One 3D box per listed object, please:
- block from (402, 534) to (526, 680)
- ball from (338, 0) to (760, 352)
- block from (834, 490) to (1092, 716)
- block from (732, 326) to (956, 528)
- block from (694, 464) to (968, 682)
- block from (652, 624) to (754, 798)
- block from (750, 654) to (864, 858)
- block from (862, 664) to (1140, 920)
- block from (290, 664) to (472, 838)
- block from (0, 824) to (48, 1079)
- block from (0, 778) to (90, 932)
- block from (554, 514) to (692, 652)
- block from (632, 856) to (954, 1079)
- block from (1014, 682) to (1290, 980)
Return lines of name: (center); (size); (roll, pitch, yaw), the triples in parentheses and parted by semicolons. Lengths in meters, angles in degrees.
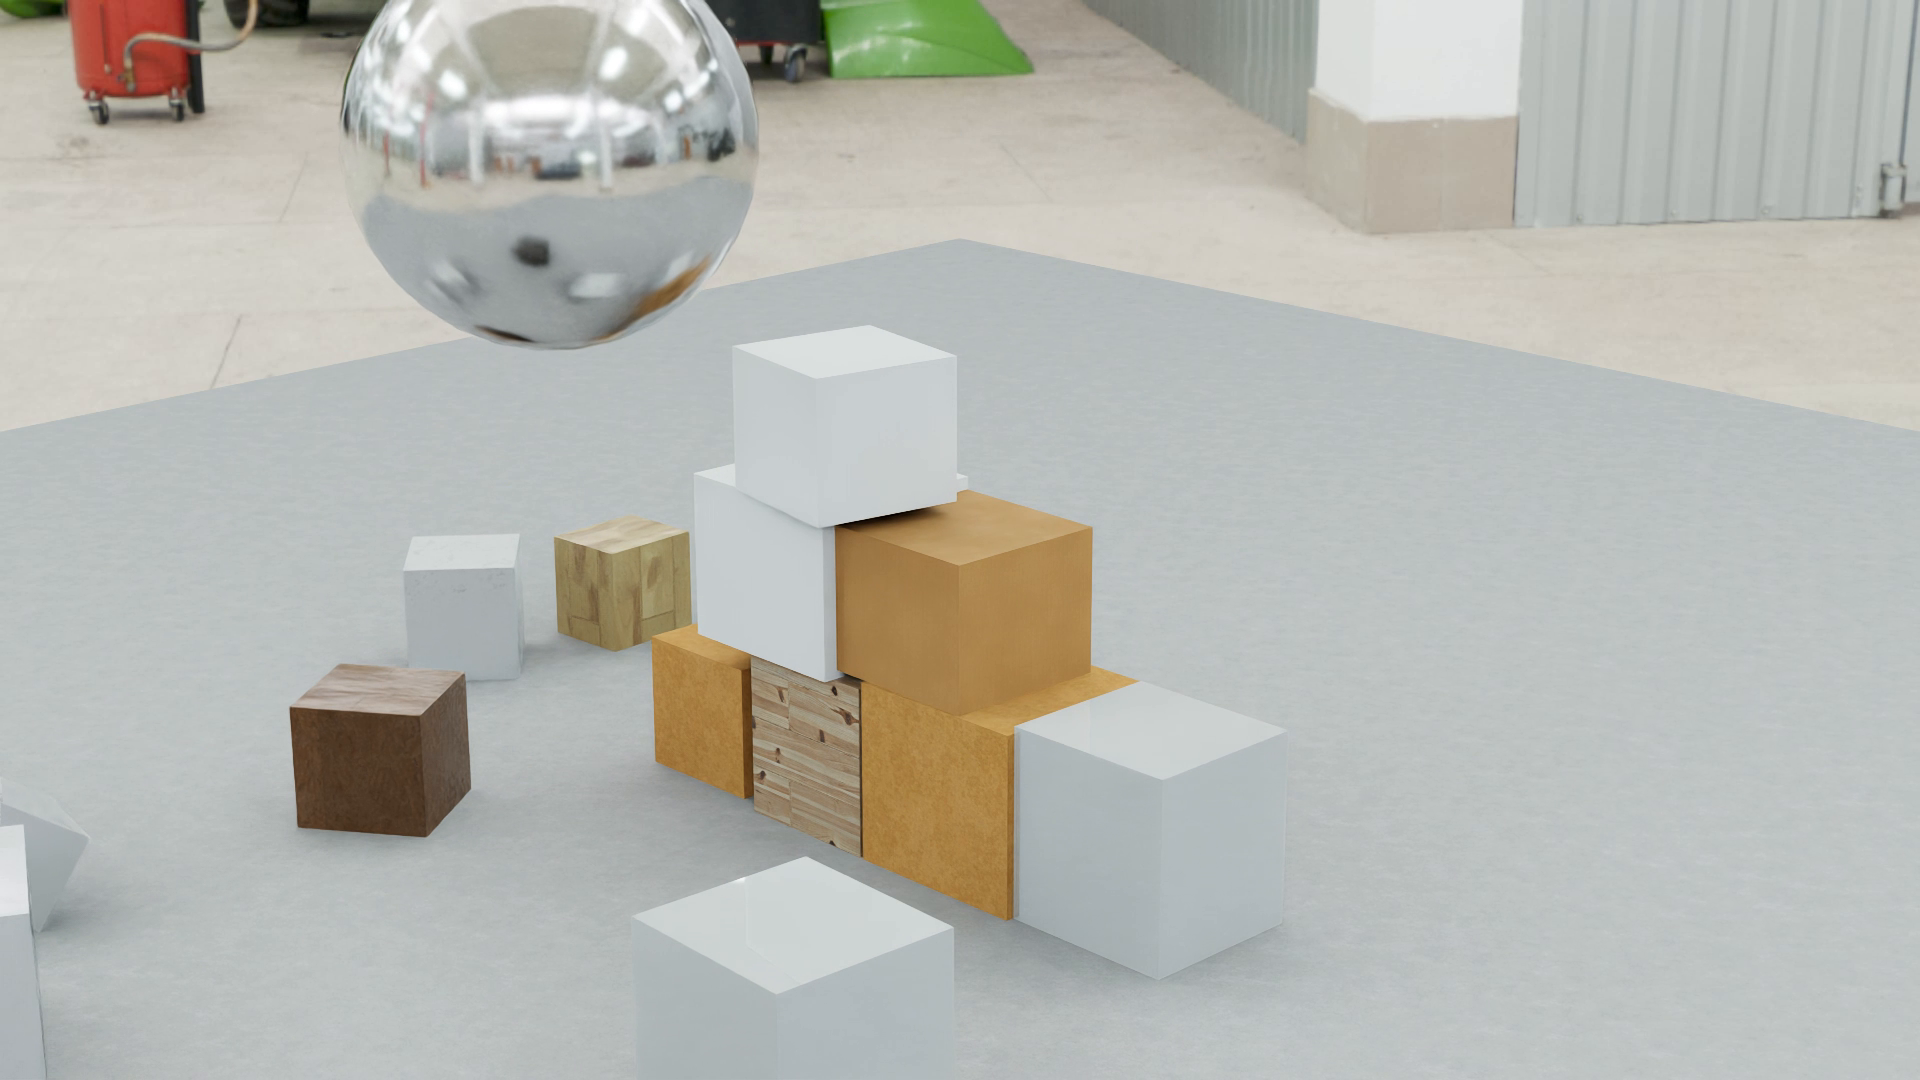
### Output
block: (-2.718, 0.368, 16.114); (0.591, 0.636, 0.610); (-2, 18, -5)
ball: (-1.566, -1.523, 11.221); (1.600, 1.600, 1.600); (0, 17, 0)
block: (0.016, 0.270, 13.395); (0.830, 0.700, 0.826); (-16, 23, -41)
block: (-0.529, -0.533, 13.431); (0.746, 0.685, 0.734); (-11, 21, -32)
block: (-0.612, 0.076, 13.979); (0.909, 0.805, 0.931); (-16, 23, -41)
block: (-1.043, 0.799, 14.688); (0.703, 0.667, 0.691); (-16, 24, -42)
block: (-0.439, 0.915, 14.043); (0.799, 0.834, 0.772); (-16, 23, -41)
block: (0.208, 1.071, 13.475); (0.919, 0.877, 0.942); (-16, 24, -42)
block: (-2.782, 1.006, 14.121); (0.646, 0.613, 0.617); (3, 18, 10)
block: (-4.051, 1.710, 11.558); (0.782, 0.806, 0.905); (-6, 18, -17)
block: (-4.261, 1.343, 12.943); (0.515, 0.467, 0.560); (30, -4, -37)
block: (-1.909, 0.238, 16.635); (0.494, 0.572, 0.579); (15, 23, 40)
block: (-0.633, 1.828, 11.159); (0.846, 0.821, 0.885); (-15, 23, -39)
block: (0.830, 1.251, 12.845); (0.817, 0.911, 0.864); (-16, 24, -42)
